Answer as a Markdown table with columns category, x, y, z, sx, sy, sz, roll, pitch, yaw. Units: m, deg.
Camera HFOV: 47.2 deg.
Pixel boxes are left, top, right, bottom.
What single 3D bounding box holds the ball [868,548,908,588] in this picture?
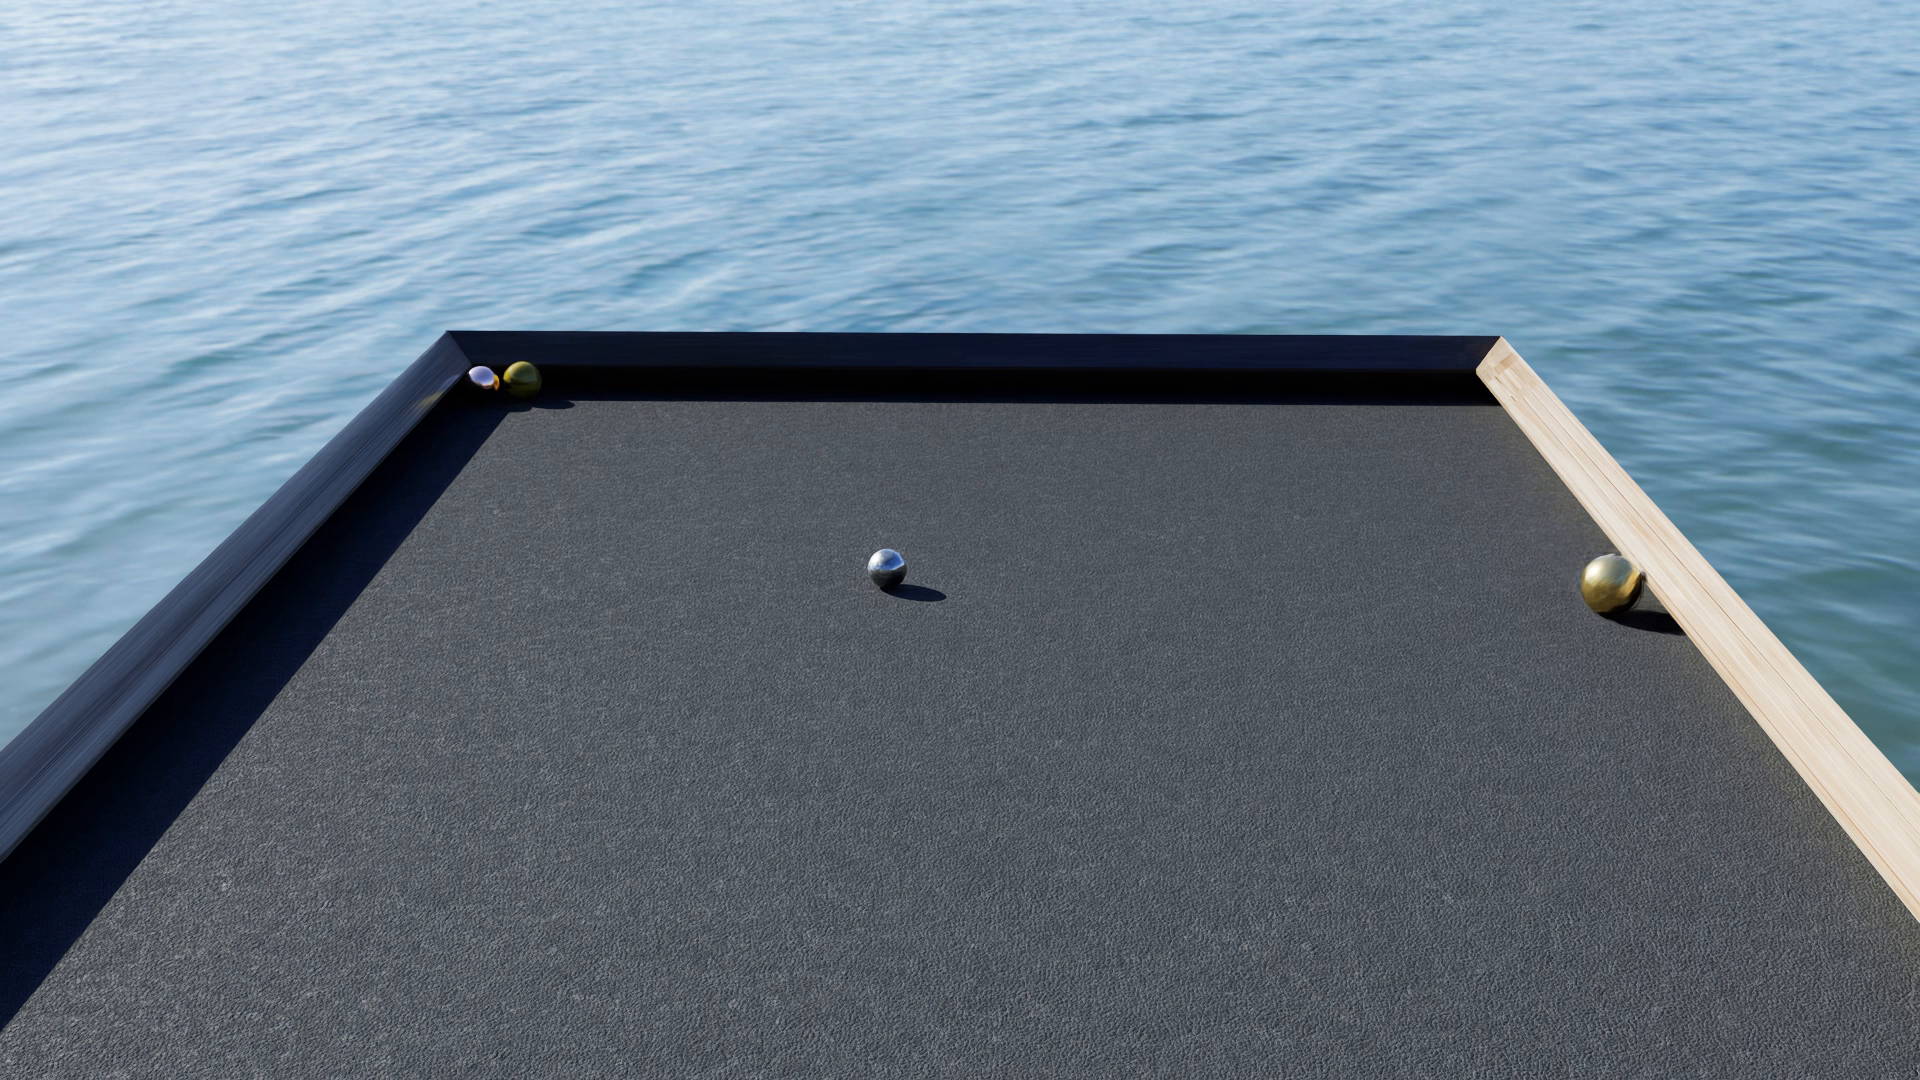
| category | x | y | z | sx | sy | sz | roll | pitch | yaw |
| --- | --- | --- | --- | --- | --- | --- | --- | --- | --- |
| ball | -0.082 | 0.032 | 2.483 | 0.045 | 0.045 | 0.045 | 0 | 19 | 0 |

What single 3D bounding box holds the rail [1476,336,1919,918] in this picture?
| category | x | y | z | sx | sy | sz | roll | pitch | yaw |
| --- | --- | --- | --- | --- | --- | --- | --- | --- | --- |
| rail | 0.751 | 0.242 | 1.795 | 0.045 | 0.086 | 3.169 | 0 | 19 | 1 |

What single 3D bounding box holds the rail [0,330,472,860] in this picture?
| category | x | y | z | sx | sy | sz | roll | pitch | yaw |
| --- | --- | --- | --- | --- | --- | --- | --- | --- | --- |
| rail | -0.786 | 0.231 | 1.828 | 0.045 | 0.086 | 3.169 | 0 | 19 | 1 |

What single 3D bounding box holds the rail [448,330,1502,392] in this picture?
| category | x | y | z | sx | sy | sz | roll | pitch | yaw |
| --- | --- | --- | --- | --- | --- | --- | --- | --- | --- |
| rail | 0.017 | -0.262 | 3.290 | 1.585 | 0.086 | 0.045 | 0 | 19 | 1 |

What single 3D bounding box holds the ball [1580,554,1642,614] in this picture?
| category | x | y | z | sx | sy | sz | roll | pitch | yaw |
| --- | --- | --- | --- | --- | --- | --- | --- | --- | --- |
| ball | 0.711 | 0.049 | 2.401 | 0.066 | 0.066 | 0.066 | 0 | 19 | 0 |

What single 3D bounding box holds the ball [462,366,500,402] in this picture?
| category | x | y | z | sx | sy | sz | roll | pitch | yaw |
| --- | --- | --- | --- | --- | --- | --- | --- | --- | --- |
| ball | -0.707 | -0.230 | 3.247 | 0.054 | 0.054 | 0.054 | 0 | 19 | 0 |

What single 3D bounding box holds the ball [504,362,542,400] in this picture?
| category | x | y | z | sx | sy | sz | roll | pitch | yaw |
| --- | --- | --- | --- | --- | --- | --- | --- | --- | --- |
| ball | -0.649 | -0.237 | 3.263 | 0.056 | 0.056 | 0.056 | 0 | 19 | 0 |
